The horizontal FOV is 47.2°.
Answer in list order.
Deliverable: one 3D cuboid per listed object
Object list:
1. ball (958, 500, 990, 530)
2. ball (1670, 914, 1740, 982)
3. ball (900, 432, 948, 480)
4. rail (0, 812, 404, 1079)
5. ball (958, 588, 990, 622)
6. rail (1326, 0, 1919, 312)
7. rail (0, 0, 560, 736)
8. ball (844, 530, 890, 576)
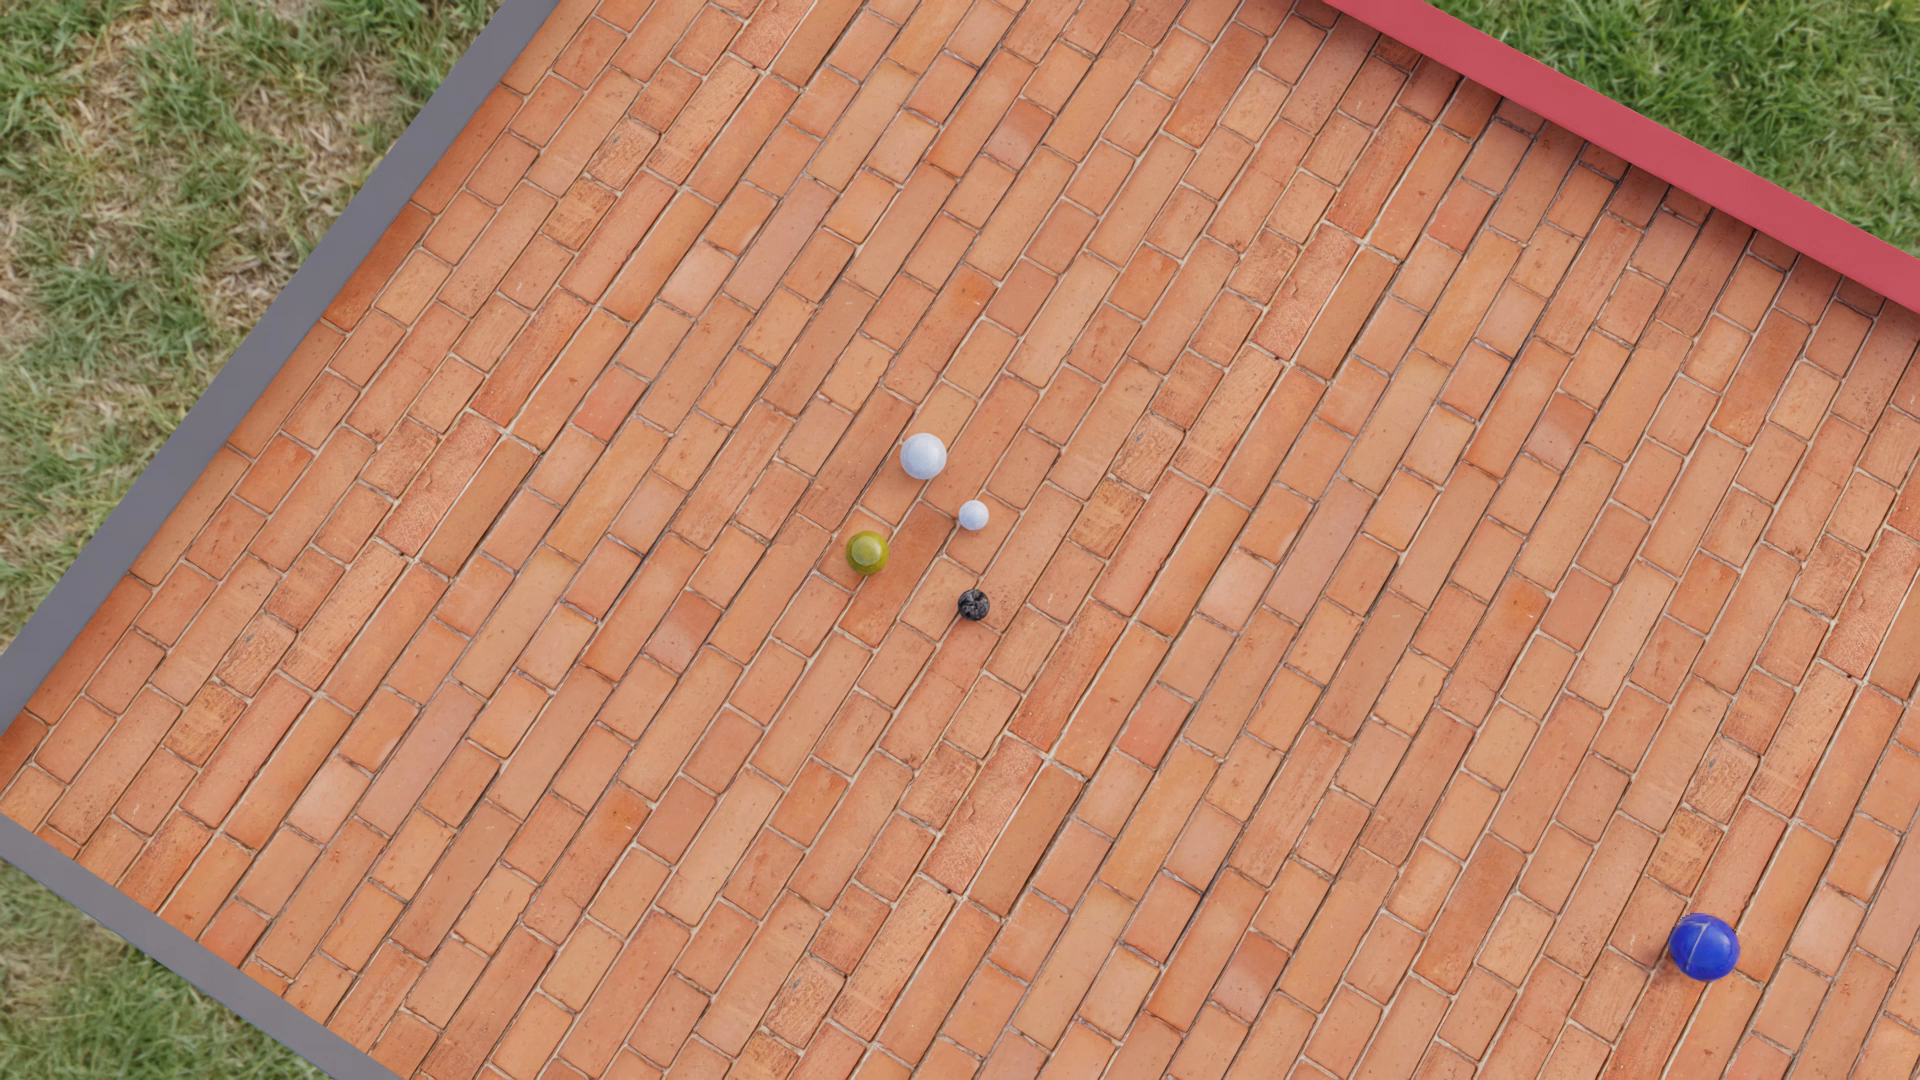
[{"bbox_3d":[0.021,-0.038,3.414,0.048,0.048,0.048,0,73,0],"label":"ball"},{"bbox_3d":[1.081,0.592,3.191,0.095,0.095,0.095,0,73,0],"label":"ball"},{"bbox_3d":[-0.057,-0.131,3.430,0.074,0.074,0.074,0,73,0],"label":"ball"},{"bbox_3d":[0.343,1.454,2.903,4.384,0.124,0.045,30,75,9],"label":"rail"},{"bbox_3d":[0.021,0.100,3.370,0.049,0.049,0.049,0,73,0],"label":"ball"},{"bbox_3d":[1.524,-0.379,3.480,4.384,0.124,0.045,30,75,9],"label":"rail"},{"bbox_3d":[-0.914,-0.545,3.533,0.045,0.124,2.303,30,75,9],"label":"rail"},{"bbox_3d":[-0.143,0.020,3.385,0.069,0.069,0.069,0,73,0],"label":"ball"}]
